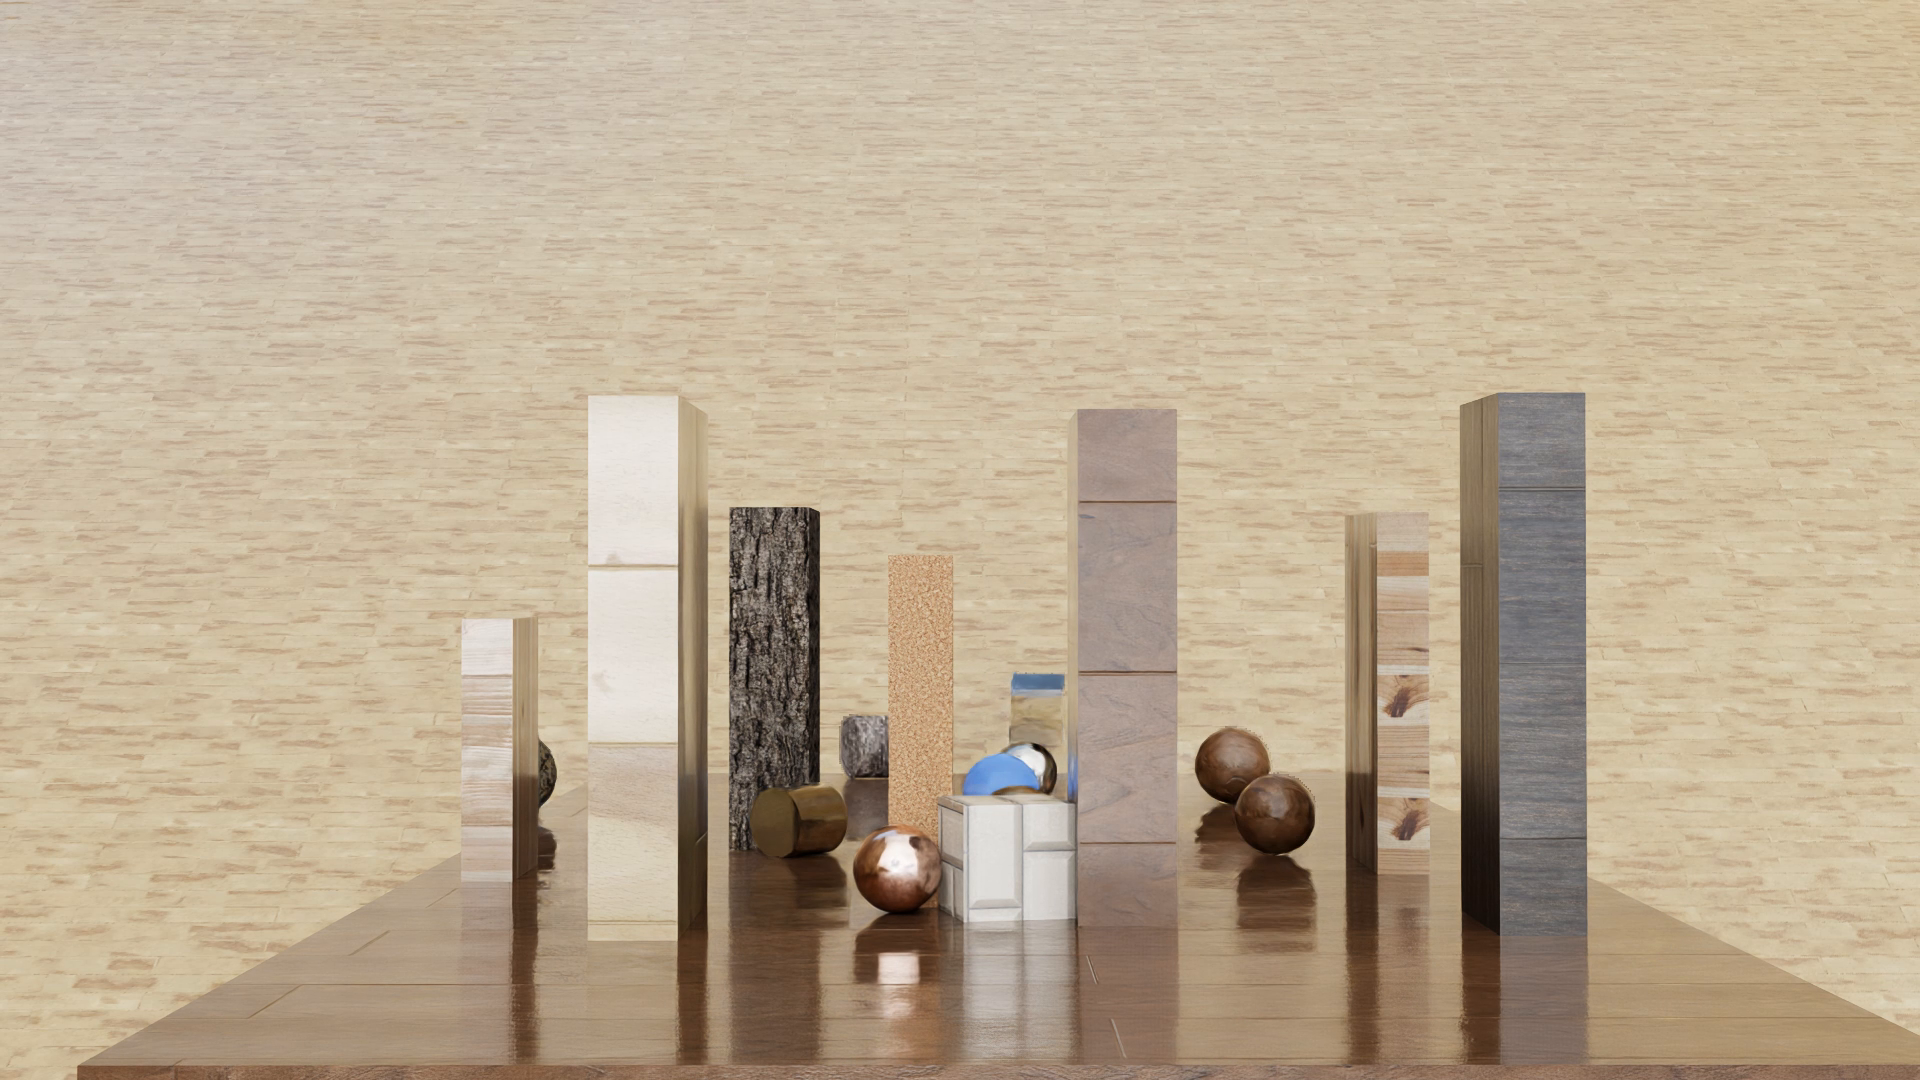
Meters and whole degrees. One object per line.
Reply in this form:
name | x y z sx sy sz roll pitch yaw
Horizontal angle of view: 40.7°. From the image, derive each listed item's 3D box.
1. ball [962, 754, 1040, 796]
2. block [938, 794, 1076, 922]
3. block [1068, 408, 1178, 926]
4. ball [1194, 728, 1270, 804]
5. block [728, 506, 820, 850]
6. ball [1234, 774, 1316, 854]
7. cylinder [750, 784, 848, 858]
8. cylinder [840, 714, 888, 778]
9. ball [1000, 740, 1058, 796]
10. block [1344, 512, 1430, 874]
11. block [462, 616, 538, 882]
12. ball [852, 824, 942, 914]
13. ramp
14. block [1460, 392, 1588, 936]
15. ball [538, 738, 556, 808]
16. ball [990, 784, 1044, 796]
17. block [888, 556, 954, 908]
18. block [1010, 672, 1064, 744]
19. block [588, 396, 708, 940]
ball | 0.083 0.508 5.206 0.155 0.155 0.155 0 32 0
block | 0.069 0.482 3.948 0.172 0.172 0.172 0 -1 -13
block | 0.246 0.189 3.985 0.146 0.759 0.364 0 -1 0
ball | 0.614 0.509 5.836 0.169 0.169 0.169 0 32 0
block | -0.358 0.262 5.048 0.150 0.642 0.384 0 -1 0
ball | 0.580 0.505 4.767 0.147 0.147 0.147 0 32 0
cylinder | -0.296 0.516 4.764 0.127 0.127 0.127 28 17 37
cylinder | -0.204 0.522 6.560 0.156 0.156 0.156 -1 30 -22
ball | 0.145 0.520 5.782 0.145 0.145 0.145 0 32 0
block | 0.763 0.265 4.644 0.089 0.623 0.372 0 -1 0
block | -0.795 0.355 4.485 0.086 0.441 0.264 0 -1 0
ball | -0.096 0.500 3.950 0.135 0.135 0.135 0 32 0
ramp | 0.071 0.628 4.723 2.000 0.100 4.000 0 -1 0
block | 0.832 0.179 3.842 0.125 0.775 0.285 0 -1 0
ball | -0.964 0.505 5.598 0.185 0.185 0.185 0 32 0
ball | 0.101 0.500 4.500 0.150 0.150 0.150 0 32 0
block | -0.061 0.298 4.173 0.100 0.545 0.306 0 -1 0
block | 0.207 0.453 6.974 0.140 0.140 0.140 2 24 3
block | -0.461 0.183 3.876 0.127 0.768 0.439 0 -1 0
